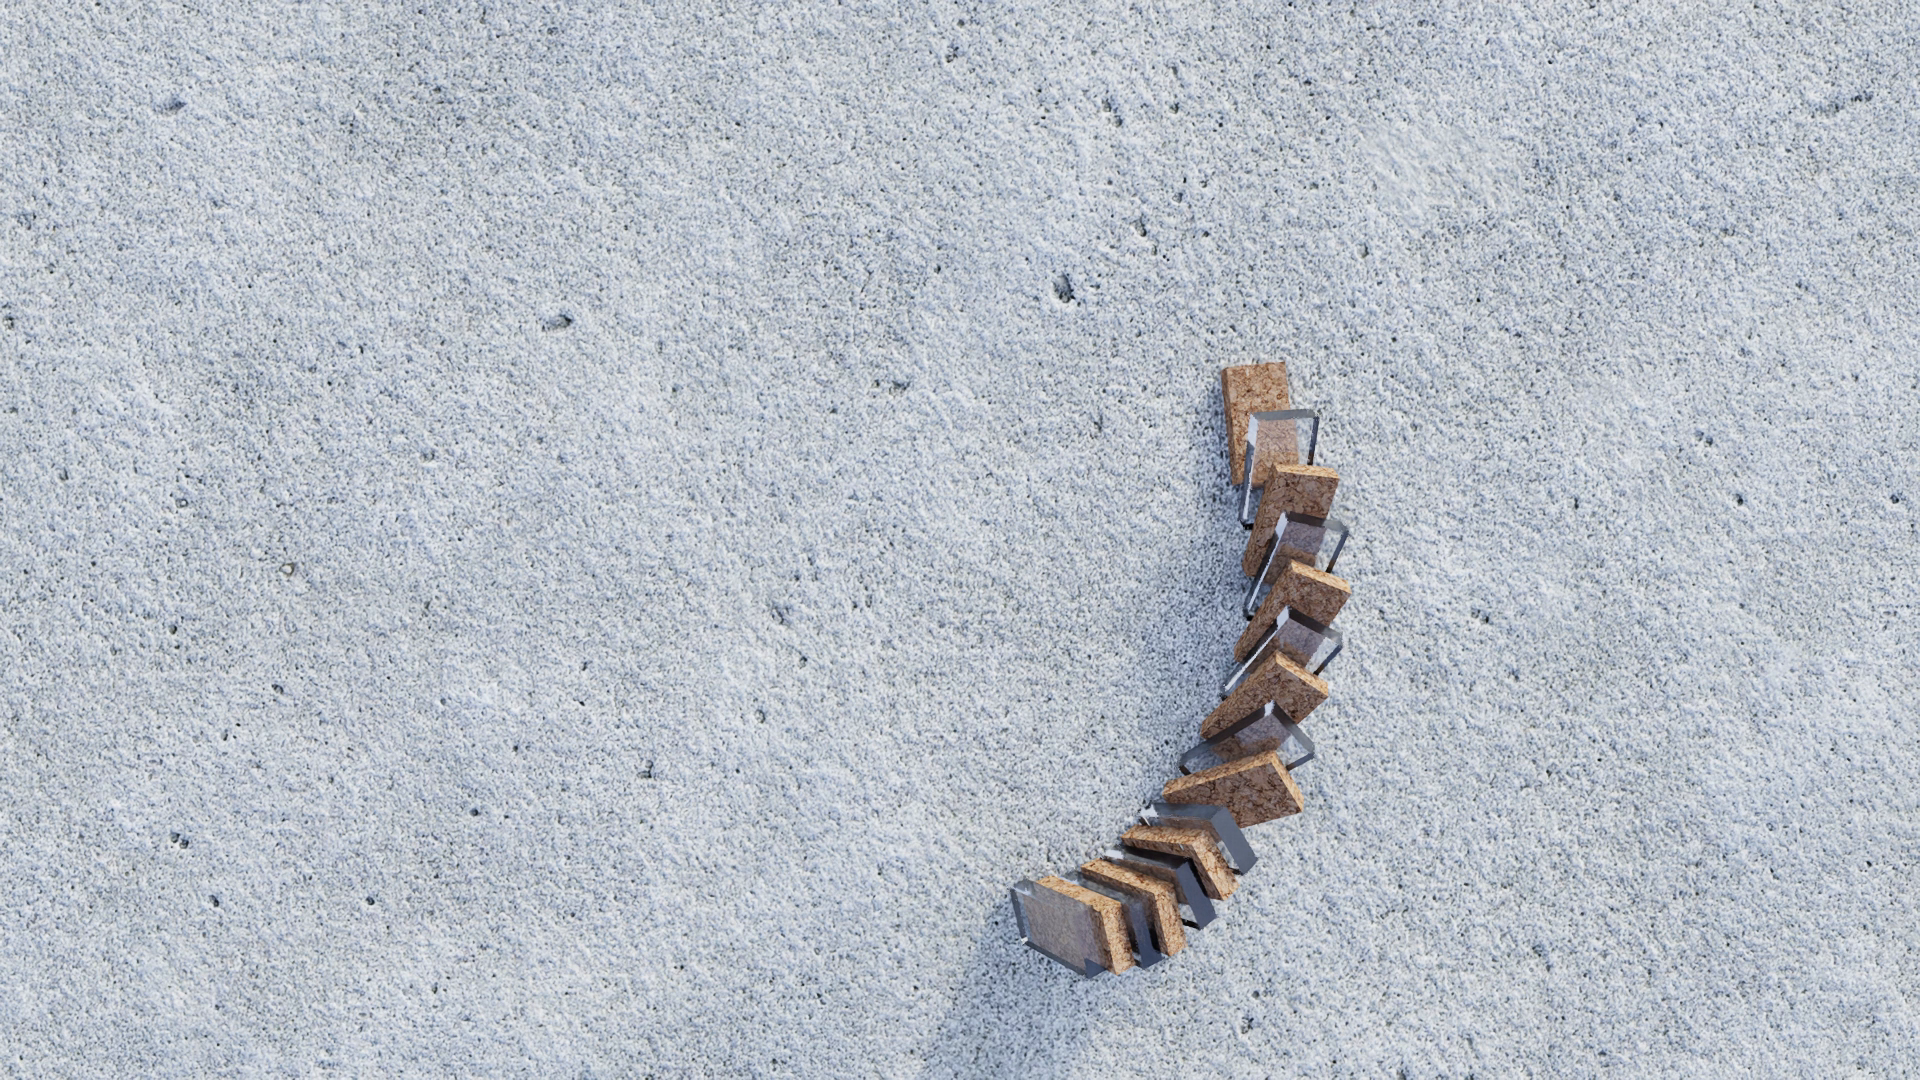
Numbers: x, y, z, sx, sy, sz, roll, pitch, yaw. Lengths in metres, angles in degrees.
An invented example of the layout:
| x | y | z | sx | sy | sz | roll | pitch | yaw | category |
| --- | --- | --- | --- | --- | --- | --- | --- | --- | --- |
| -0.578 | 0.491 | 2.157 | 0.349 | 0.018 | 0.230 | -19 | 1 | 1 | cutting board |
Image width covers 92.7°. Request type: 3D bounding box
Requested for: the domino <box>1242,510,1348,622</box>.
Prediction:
| x | y | z | sx | sy | sz | roll | pitch | yaw | category |
| --- | --- | --- | --- | --- | --- | --- | --- | --- | --- |
| 0.139 | 0.014 | 0.383 | 0.025 | 0.009 | 0.050 | 12 | 120 | 0 | domino |

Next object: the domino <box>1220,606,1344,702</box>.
| x | y | z | sx | sy | sz | roll | pitch | yaw | category |
| --- | --- | --- | --- | --- | --- | --- | --- | --- | --- |
| 0.133 | 0.053 | 0.383 | 0.025 | 0.009 | 0.050 | 28 | 122 | 0 | domino |

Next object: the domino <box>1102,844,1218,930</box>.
| x | y | z | sx | sy | sz | roll | pitch | yaw | category |
| --- | --- | --- | --- | --- | --- | --- | --- | --- | --- |
| 0.081 | 0.141 | 0.376 | 0.010 | 0.050 | 0.025 | -24 | 90 | -27 | domino |

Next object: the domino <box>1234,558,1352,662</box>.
| x | y | z | sx | sy | sz | roll | pitch | yaw | category |
| --- | --- | --- | --- | --- | --- | --- | --- | --- | --- |
| 0.138 | 0.034 | 0.383 | 0.025 | 0.010 | 0.050 | 21 | 122 | 0 | domino |

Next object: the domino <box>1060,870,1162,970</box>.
| x | y | z | sx | sy | sz | roll | pitch | yaw | category |
| --- | --- | --- | --- | --- | --- | --- | --- | --- | --- |
| 0.060 | 0.154 | 0.376 | 0.010 | 0.050 | 0.025 | -14 | 90 | -28 | domino |

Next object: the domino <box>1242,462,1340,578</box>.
| x | y | z | sx | sy | sz | roll | pitch | yaw | category |
| --- | --- | --- | --- | --- | --- | --- | --- | --- | --- |
| 0.138 | -0.007 | 0.384 | 0.025 | 0.010 | 0.050 | 7 | 120 | 0 | domino |

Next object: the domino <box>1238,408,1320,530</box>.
| x | y | z | sx | sy | sz | roll | pitch | yaw | category |
| --- | --- | --- | --- | --- | --- | --- | --- | --- | --- |
| 0.133 | -0.029 | 0.383 | 0.025 | 0.009 | 0.050 | -4 | 120 | -1 | domino |

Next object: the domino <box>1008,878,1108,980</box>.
| x | y | z | sx | sy | sz | roll | pitch | yaw | category |
| --- | --- | --- | --- | --- | --- | --- | --- | --- | --- |
| 0.039 | 0.158 | 0.376 | 0.010 | 0.050 | 0.025 | -14 | 90 | -28 | domino |

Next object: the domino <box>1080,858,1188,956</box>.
| x | y | z | sx | sy | sz | roll | pitch | yaw | category |
| --- | --- | --- | --- | --- | --- | --- | --- | --- | --- |
| 0.070 | 0.149 | 0.376 | 0.010 | 0.050 | 0.025 | -14 | 90 | -28 | domino |

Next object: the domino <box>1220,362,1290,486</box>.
| x | y | z | sx | sy | sz | roll | pitch | yaw | category |
| --- | --- | --- | --- | --- | --- | --- | --- | --- | --- |
| 0.129 | -0.050 | 0.395 | 0.025 | 0.010 | 0.050 | -6 | 90 | 0 | domino |

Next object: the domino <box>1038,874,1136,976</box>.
| x | y | z | sx | sy | sz | roll | pitch | yaw | category |
| --- | --- | --- | --- | --- | --- | --- | --- | --- | --- |
| 0.050 | 0.157 | 0.376 | 0.010 | 0.050 | 0.025 | -14 | 90 | -28 | domino |

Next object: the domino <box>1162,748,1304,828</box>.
| x | y | z | sx | sy | sz | roll | pitch | yaw | category |
| --- | --- | --- | --- | --- | --- | --- | --- | --- | --- |
| 0.113 | 0.107 | 0.381 | 0.050 | 0.010 | 0.025 | -28 | 99 | 31 | domino |

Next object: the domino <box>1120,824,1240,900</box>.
| x | y | z | sx | sy | sz | roll | pitch | yaw | category |
| --- | --- | --- | --- | --- | --- | --- | --- | --- | --- |
| 0.089 | 0.131 | 0.376 | 0.010 | 0.050 | 0.025 | -30 | 90 | -27 | domino |

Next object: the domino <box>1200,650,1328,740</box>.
| x | y | z | sx | sy | sz | roll | pitch | yaw | category |
| --- | --- | --- | --- | --- | --- | --- | --- | --- | --- |
| 0.126 | 0.071 | 0.383 | 0.025 | 0.010 | 0.050 | 33 | 122 | 0 | domino |

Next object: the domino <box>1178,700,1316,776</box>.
| x | y | z | sx | sy | sz | roll | pitch | yaw | category |
| --- | --- | --- | --- | --- | --- | --- | --- | --- | --- |
| 0.119 | 0.090 | 0.382 | 0.025 | 0.010 | 0.050 | 47 | 122 | -1 | domino |

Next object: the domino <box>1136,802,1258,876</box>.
| x | y | z | sx | sy | sz | roll | pitch | yaw | category |
| --- | --- | --- | --- | --- | --- | --- | --- | --- | --- |
| 0.096 | 0.122 | 0.376 | 0.009 | 0.050 | 0.025 | -32 | 91 | -27 | domino |
